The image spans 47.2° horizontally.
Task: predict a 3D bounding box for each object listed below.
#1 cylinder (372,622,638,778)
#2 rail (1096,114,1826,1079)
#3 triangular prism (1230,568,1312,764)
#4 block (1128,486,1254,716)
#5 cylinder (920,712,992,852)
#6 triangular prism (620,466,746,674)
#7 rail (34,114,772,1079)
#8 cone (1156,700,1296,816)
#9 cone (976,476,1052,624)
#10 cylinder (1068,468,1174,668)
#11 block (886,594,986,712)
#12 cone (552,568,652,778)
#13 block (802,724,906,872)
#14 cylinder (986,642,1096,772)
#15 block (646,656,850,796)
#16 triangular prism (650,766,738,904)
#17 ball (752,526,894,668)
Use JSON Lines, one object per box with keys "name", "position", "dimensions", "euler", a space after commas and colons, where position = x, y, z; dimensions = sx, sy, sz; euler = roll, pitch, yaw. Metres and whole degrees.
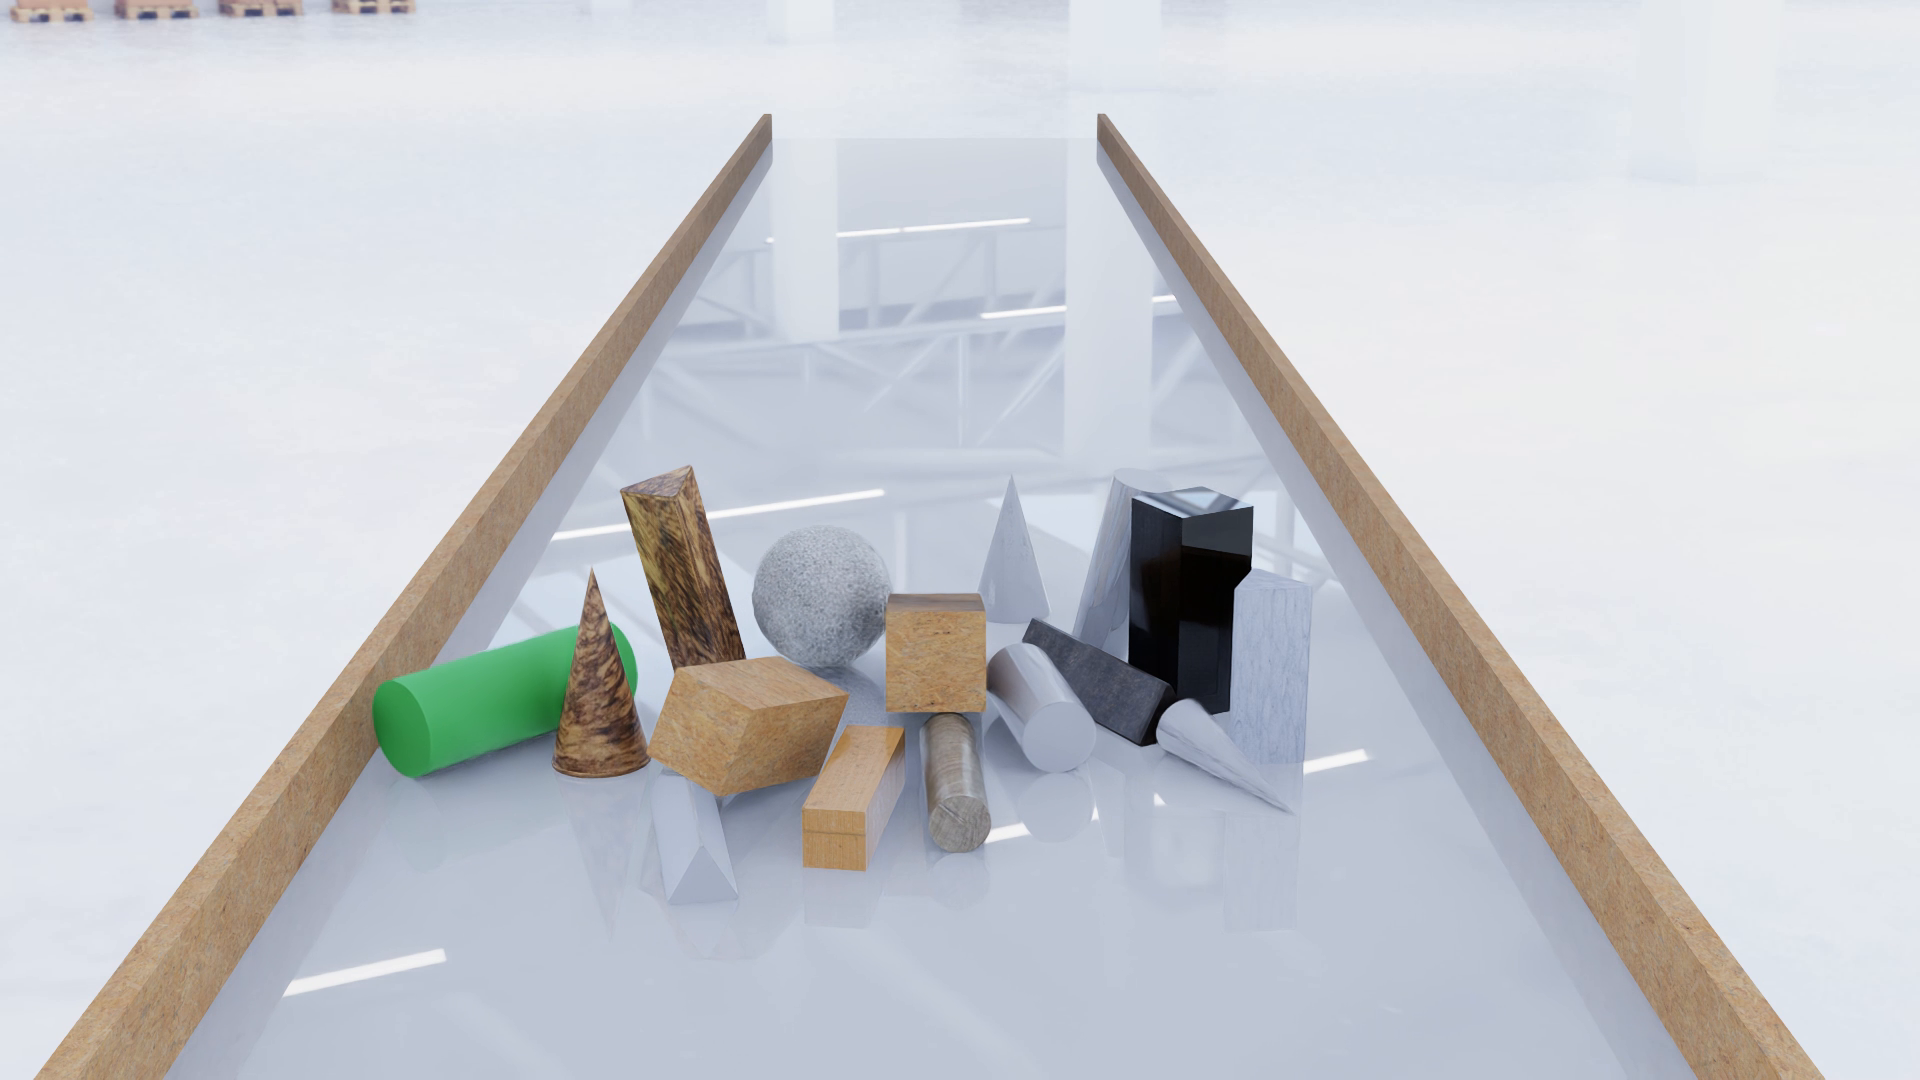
{"name": "cylinder", "position": [-0.816, 0.281, 3.978], "dimensions": [0.174, 0.174, 0.456], "euler": [15, 22, 40]}
{"name": "rail", "position": [0.932, -0.844, 7.801], "dimensions": [0.050, 0.150, 12.000], "euler": [0, 17, -1]}
{"name": "triangular prism", "position": [0.535, 0.223, 3.905], "dimensions": [0.137, 0.326, 0.119], "euler": [-2, 17, -8]}
{"name": "block", "position": [0.431, 0.119, 4.133], "dimensions": [0.161, 0.396, 0.161], "euler": [-9, 19, -29]}
{"name": "cylinder", "position": [-0.011, 0.402, 3.700], "dimensions": [0.100, 0.100, 0.373], "euler": [-1, 17, -3]}
{"name": "triangular prism", "position": [-0.501, 0.073, 4.195], "dimensions": [0.143, 0.420, 0.123], "euler": [6, 30, 38]}
{"name": "rail", "position": [-1.118, -0.838, 7.780], "dimensions": [0.050, 0.150, 12.000], "euler": [0, 17, -1]}
{"name": "cone", "position": [0.479, 0.397, 3.802], "dimensions": [0.103, 0.103, 0.342], "euler": [-9, 28, -29]}
{"name": "cone", "position": [0.109, 0.005, 4.672], "dimensions": [0.174, 0.307, 0.174], "euler": [0, 17, 0]}
{"name": "cylinder", "position": [0.315, 0.056, 4.335], "dimensions": [0.120, 0.383, 0.120], "euler": [11, 22, -5]}
{"name": "block", "position": [-0.046, 0.203, 4.067], "dimensions": [0.176, 0.176, 0.429], "euler": [0, 3, -1]}
{"name": "cone", "position": [-0.638, 0.216, 3.861], "dimensions": [0.176, 0.364, 0.176], "euler": [0, 17, 0]}
{"name": "block", "position": [-0.172, 0.421, 3.634], "dimensions": [0.101, 0.101, 0.363], "euler": [2, 17, 8]}
{"name": "cylinder", "position": [0.142, 0.300, 3.984], "dimensions": [0.133, 0.133, 0.315], "euler": [-3, 17, -11]}
{"name": "block", "position": [-0.354, 0.310, 3.719], "dimensions": [0.157, 0.157, 0.319], "euler": [26, 12, 24]}
{"name": "triangular prism", "position": [-0.435, 0.448, 3.552], "dimensions": [0.106, 0.092, 0.432], "euler": [-3, 17, -11]}
{"name": "ball", "position": [-0.271, 0.113, 4.356], "dimensions": [0.280, 0.280, 0.280], "euler": [0, 17, 0]}
